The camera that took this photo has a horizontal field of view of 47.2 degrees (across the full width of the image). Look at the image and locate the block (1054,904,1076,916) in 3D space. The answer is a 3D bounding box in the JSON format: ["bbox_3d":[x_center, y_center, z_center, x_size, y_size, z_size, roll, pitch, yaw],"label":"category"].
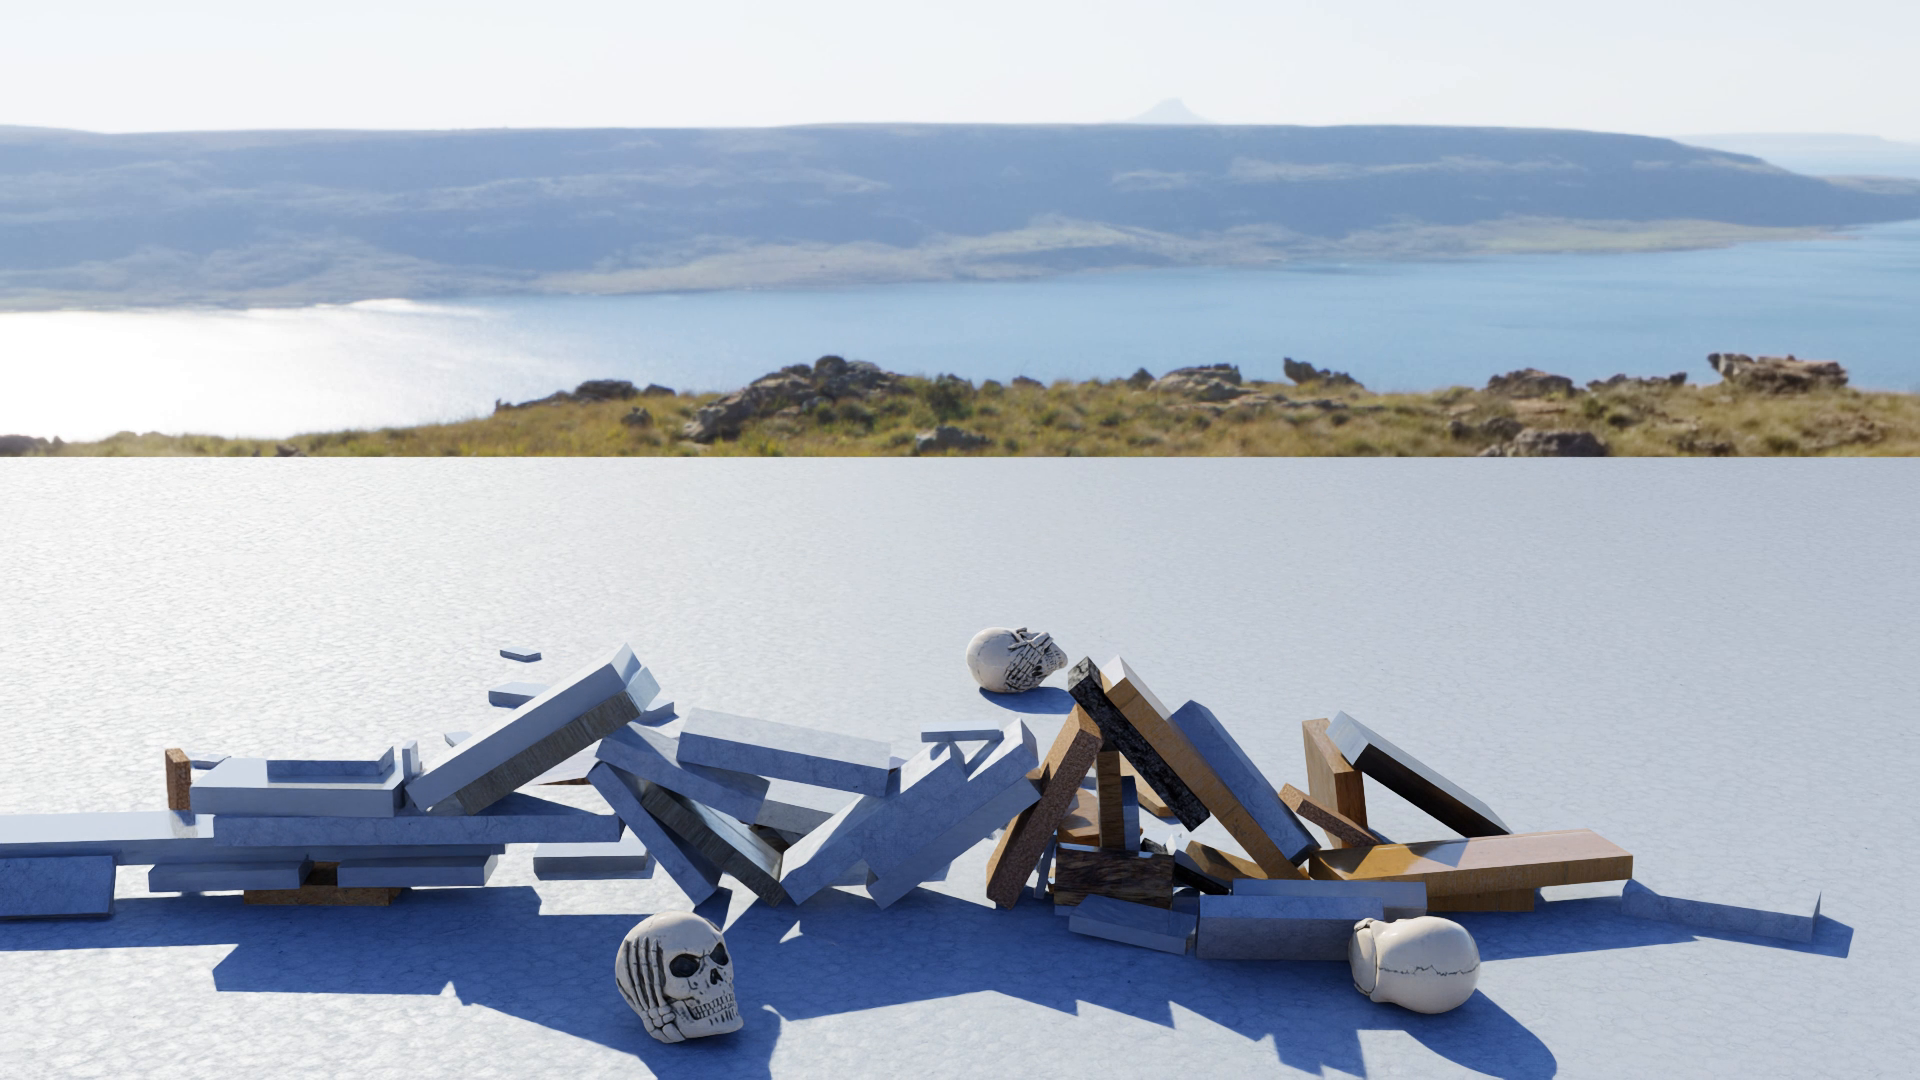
[{"bbox_3d":[0.195,0.592,3.616,0.057,0.016,0.113,2,11,13],"label":"block"}]

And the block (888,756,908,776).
[{"bbox_3d":[-0.159,0.455,4.346,0.131,0.018,0.065,-9,14,-41],"label":"block"}]

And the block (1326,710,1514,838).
[{"bbox_3d":[0.811,0.431,3.862,0.340,0.048,0.170,33,9,-14],"label":"block"}]

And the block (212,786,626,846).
[{"bbox_3d":[-0.883,0.456,3.648,0.653,0.047,0.167,0,11,-2],"label":"block"}]

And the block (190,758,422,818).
[{"bbox_3d":[-1.078,0.409,3.642,0.334,0.047,0.167,0,11,3],"label":"block"}]

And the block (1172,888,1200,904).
[{"bbox_3d":[0.351,0.589,3.640,0.093,0.013,0.046,1,11,5],"label":"block"}]

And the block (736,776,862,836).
[{"bbox_3d":[-0.221,0.487,3.920,0.340,0.048,0.170,11,10,7],"label":"block"}]

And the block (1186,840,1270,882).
[{"bbox_3d":[0.451,0.544,3.633,0.152,0.022,0.076,23,11,-29],"label":"block"}]

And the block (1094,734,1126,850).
[{"bbox_3d":[0.250,0.459,3.648,0.037,0.263,0.131,-4,10,1],"label":"block"}]

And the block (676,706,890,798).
[{"bbox_3d":[-0.291,0.353,3.676,0.346,0.049,0.173,11,9,-3],"label":"block"}]

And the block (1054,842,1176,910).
[{"bbox_3d":[0.249,0.548,3.552,0.190,0.095,0.027,5,11,13],"label":"block"}]

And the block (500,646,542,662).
[{"bbox_3d":[-1.065,0.275,5.327,0.097,0.014,0.049,9,14,39],"label":"block"}]

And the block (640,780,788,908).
[{"bbox_3d":[-0.402,0.487,3.643,0.280,0.040,0.140,40,6,-9],"label":"block"}]

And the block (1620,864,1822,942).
[{"bbox_3d":[1.236,0.587,3.570,0.290,0.041,0.145,5,12,26],"label":"block"}]

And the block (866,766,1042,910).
[{"bbox_3d":[-0.010,0.478,3.647,0.323,0.046,0.162,-36,8,7],"label":"block"}]

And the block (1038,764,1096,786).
[{"bbox_3d":[0.217,0.460,4.319,0.134,0.019,0.067,4,11,20],"label":"block"}]

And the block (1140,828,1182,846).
[{"bbox_3d":[0.340,0.533,3.831,0.063,0.018,0.125,4,11,20],"label":"block"}]

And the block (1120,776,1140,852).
[{"bbox_3d":[0.283,0.492,3.646,0.026,0.182,0.091,-4,27,1],"label":"block"}]

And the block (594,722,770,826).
[{"bbox_3d":[-0.455,0.379,3.629,0.280,0.040,0.140,24,8,-3],"label":"block"}]

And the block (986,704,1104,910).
[{"bbox_3d":[0.139,0.439,3.641,0.046,0.323,0.162,27,10,-4],"label":"block"}]

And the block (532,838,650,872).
[{"bbox_3d":[-0.640,0.547,3.824,0.190,0.027,0.095,-1,11,-3],"label":"block"}]

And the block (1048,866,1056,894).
[{"bbox_3d":[0.172,0.566,3.684,0.057,0.016,0.113,-15,4,0],"label":"block"}]

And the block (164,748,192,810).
[{"bbox_3d":[-1.359,0.465,3.833,0.026,0.186,0.093,-6,12,-29],"label":"block"}]

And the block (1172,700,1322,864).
[{"bbox_3d":[0.481,0.406,3.690,0.043,0.307,0.153,-41,-19,7],"label":"block"}]

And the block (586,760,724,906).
[{"bbox_3d":[-0.502,0.469,3.641,0.040,0.280,0.140,-39,6,5],"label":"block"}]

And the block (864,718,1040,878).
[{"bbox_3d":[-0.015,0.425,3.639,0.323,0.046,0.162,-36,8,6],"label":"block"}]

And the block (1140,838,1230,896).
[{"bbox_3d":[0.372,0.548,3.658,0.152,0.022,0.076,26,10,-4],"label":"block"}]

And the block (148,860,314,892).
[{"bbox_3d":[-1.203,0.544,3.638,0.239,0.034,0.120,-1,11,-5],"label":"block"}]

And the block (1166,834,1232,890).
[{"bbox_3d":[0.418,0.544,3.665,0.152,0.022,0.076,27,10,-6],"label":"block"}]

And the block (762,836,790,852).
[{"bbox_3d":[-0.356,0.544,3.875,0.050,0.014,0.101,10,14,43],"label":"block"}]

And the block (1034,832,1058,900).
[{"bbox_3d":[0.141,0.534,3.658,0.016,0.113,0.057,11,10,-2],"label":"block"}]
